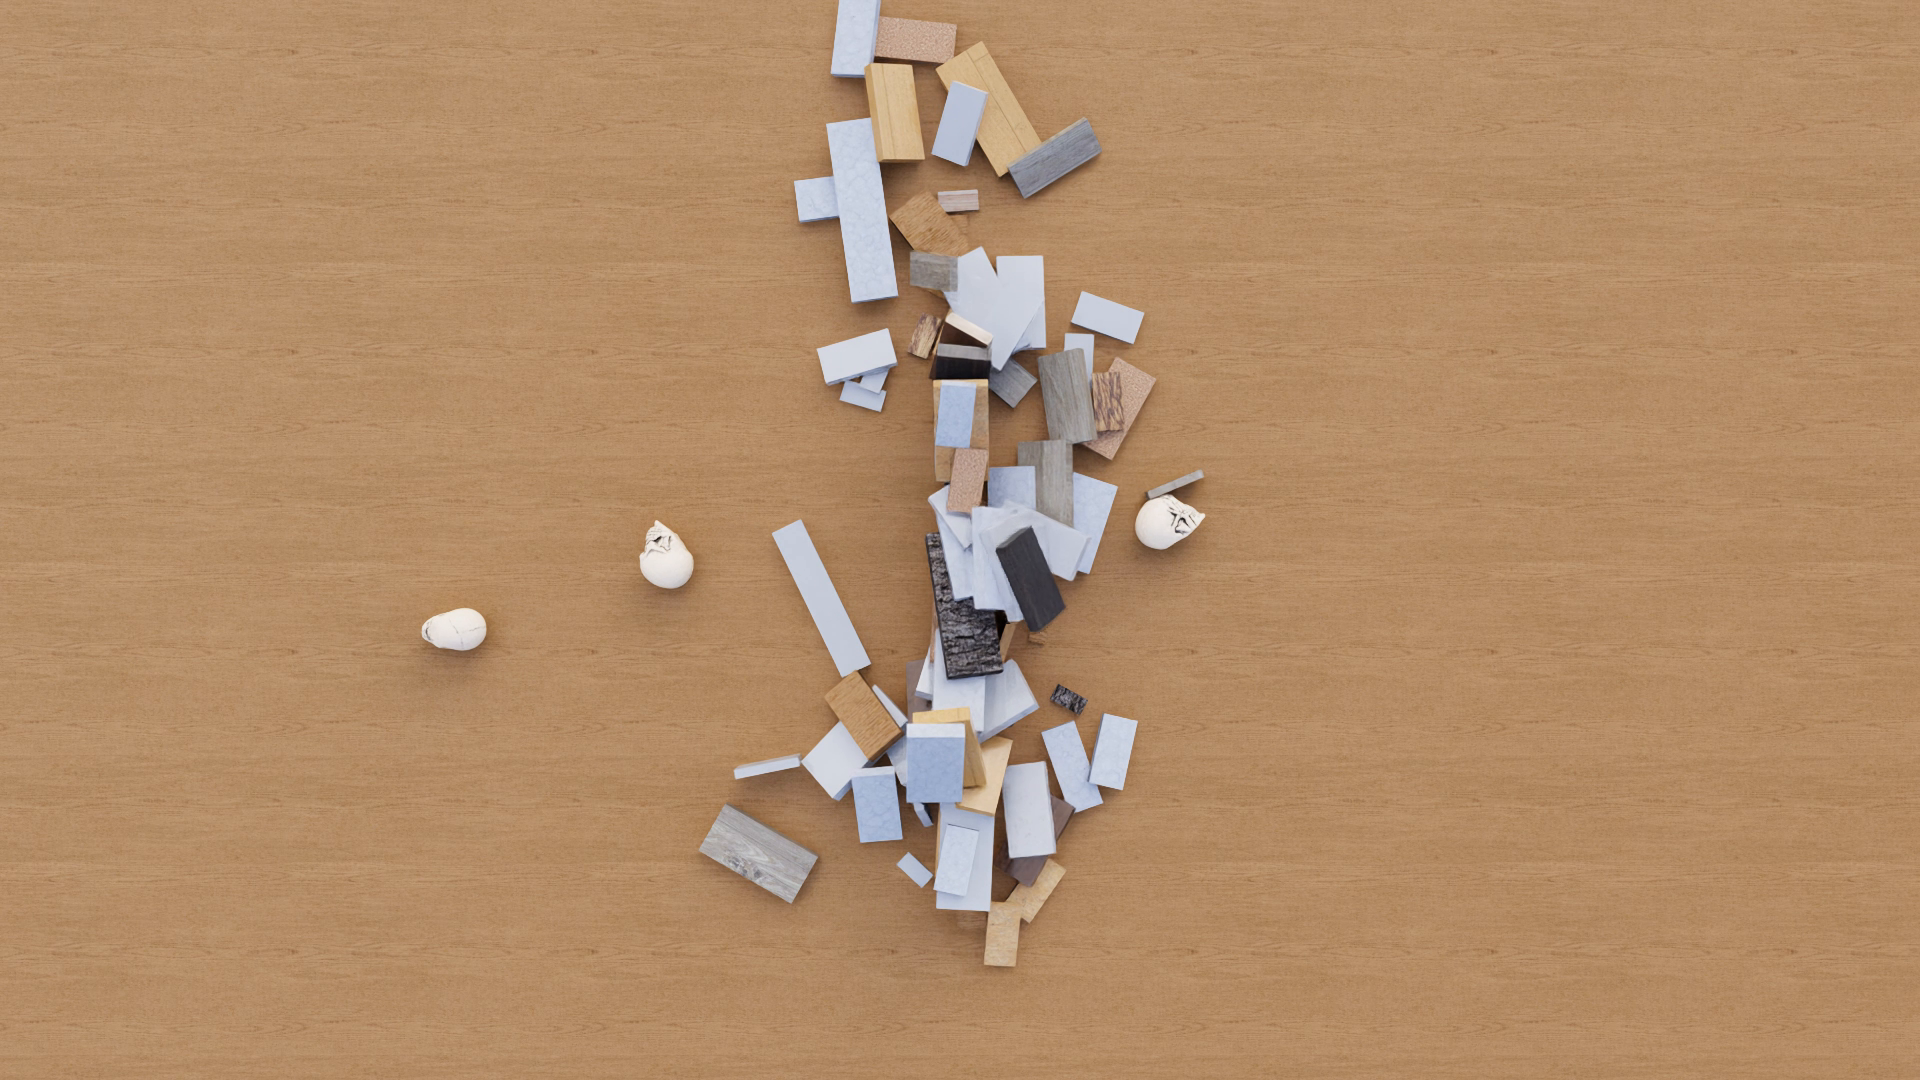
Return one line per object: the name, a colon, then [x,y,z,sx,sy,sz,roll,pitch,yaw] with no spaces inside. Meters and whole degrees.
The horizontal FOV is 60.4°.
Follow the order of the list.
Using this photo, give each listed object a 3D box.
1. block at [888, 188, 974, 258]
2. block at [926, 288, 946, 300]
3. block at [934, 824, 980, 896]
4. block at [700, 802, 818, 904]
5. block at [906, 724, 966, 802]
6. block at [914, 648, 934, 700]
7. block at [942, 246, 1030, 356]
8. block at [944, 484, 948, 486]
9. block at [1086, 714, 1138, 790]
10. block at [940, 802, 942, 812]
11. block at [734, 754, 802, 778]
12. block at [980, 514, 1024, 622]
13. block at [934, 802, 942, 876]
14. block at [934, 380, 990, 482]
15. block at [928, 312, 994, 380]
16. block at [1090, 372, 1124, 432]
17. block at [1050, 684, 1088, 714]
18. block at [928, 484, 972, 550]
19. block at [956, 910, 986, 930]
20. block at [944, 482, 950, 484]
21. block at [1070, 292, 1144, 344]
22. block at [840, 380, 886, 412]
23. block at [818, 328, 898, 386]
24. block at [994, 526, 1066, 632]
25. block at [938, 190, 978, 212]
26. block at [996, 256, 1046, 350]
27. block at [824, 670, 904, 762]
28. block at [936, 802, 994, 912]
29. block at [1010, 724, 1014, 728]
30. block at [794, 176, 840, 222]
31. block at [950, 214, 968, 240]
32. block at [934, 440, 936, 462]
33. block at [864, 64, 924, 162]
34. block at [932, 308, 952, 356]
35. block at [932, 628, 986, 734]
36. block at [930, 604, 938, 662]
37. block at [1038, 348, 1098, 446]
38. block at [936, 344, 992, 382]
block: [-0.077,-0.990,5.459,0.158,0.045,0.316,-38,90,0]
block: [-0.053,-0.876,5.491,0.066,0.019,0.132,24,90,0]
block: [-0.012,1.026,5.291,0.105,0.030,0.211,12,87,1]
block: [-0.667,1.037,5.475,0.354,0.050,0.177,30,90,0]
block: [-0.078,0.699,5.148,0.176,0.353,0.050,0,47,-2]
block: [-0.025,0.381,5.401,0.162,0.046,0.324,17,61,0]
block: [0.072,-0.759,5.402,0.178,0.050,0.356,-27,87,0]
block: [0.005,-0.083,5.449,0.106,0.030,0.212,-2,111,0]
block: [0.505,0.700,5.465,0.116,0.033,0.232,14,85,-8]
block: [0.022,0.722,5.431,0.172,0.049,0.345,1,75,0]
block: [-0.632,0.746,5.447,0.212,0.106,0.030,-12,90,0]
block: [0.173,0.089,5.280,0.155,0.044,0.310,-29,105,-43]
block: [0.014,0.936,5.423,0.172,0.049,0.345,3,74,1]
block: [0.006,-0.350,5.291,0.172,0.049,0.344,-1,123,1]
block: [0.002,-0.592,5.346,0.158,0.316,0.045,30,59,6]
block: [0.488,-0.457,5.443,0.095,0.027,0.191,-4,90,0]
block: [0.363,0.531,5.492,0.113,0.016,0.057,29,90,0]
block: [-0.003,-0.078,5.332,0.103,0.029,0.206,-32,78,-18]
block: [0.033,1.194,5.466,0.098,0.028,0.196,-5,102,0]
block: [0.002,-0.212,5.428,0.106,0.030,0.212,0,124,0]
block: [0.490,-0.738,5.485,0.219,0.031,0.109,19,90,0]
block: [-0.322,-0.480,5.490,0.141,0.020,0.071,17,90,0]
block: [-0.338,-0.606,5.462,0.245,0.035,0.122,-16,76,3]
block: [0.226,0.124,5.267,0.149,0.042,0.299,-38,111,-41]
block: [-0.005,-1.127,5.491,0.132,0.019,0.066,-4,90,0]
block: [0.201,-0.784,5.460,0.153,0.043,0.307,-1,85,-4]
block: [-0.315,0.575,5.409,0.140,0.040,0.281,-41,61,3]
block: [0.019,1.017,5.331,0.172,0.049,0.345,3,87,0]
block: [0.095,0.492,5.437,0.259,0.037,0.130,32,89,20]
block: [-0.410,-1.140,5.481,0.264,0.037,0.132,-8,90,0]
block: [-0.007,-1.013,5.491,0.066,0.019,0.132,-3,90,0]
block: [0.003,-0.360,5.370,0.172,0.049,0.344,0,131,0]
block: [-0.216,-1.406,5.439,0.158,0.045,0.316,-8,90,-32]
block: [0.011,-0.705,5.459,0.124,0.035,0.248,20,85,13]
block: [-0.003,0.451,5.277,0.162,0.046,0.324,4,72,-6]
block: [-0.008,0.249,5.406,0.162,0.046,0.324,6,66,-6]
block: [0.353,-0.466,5.435,0.153,0.043,0.305,-10,87,31]
block: [0.007,-0.505,5.339,0.172,0.344,0.049,5,60,0]
